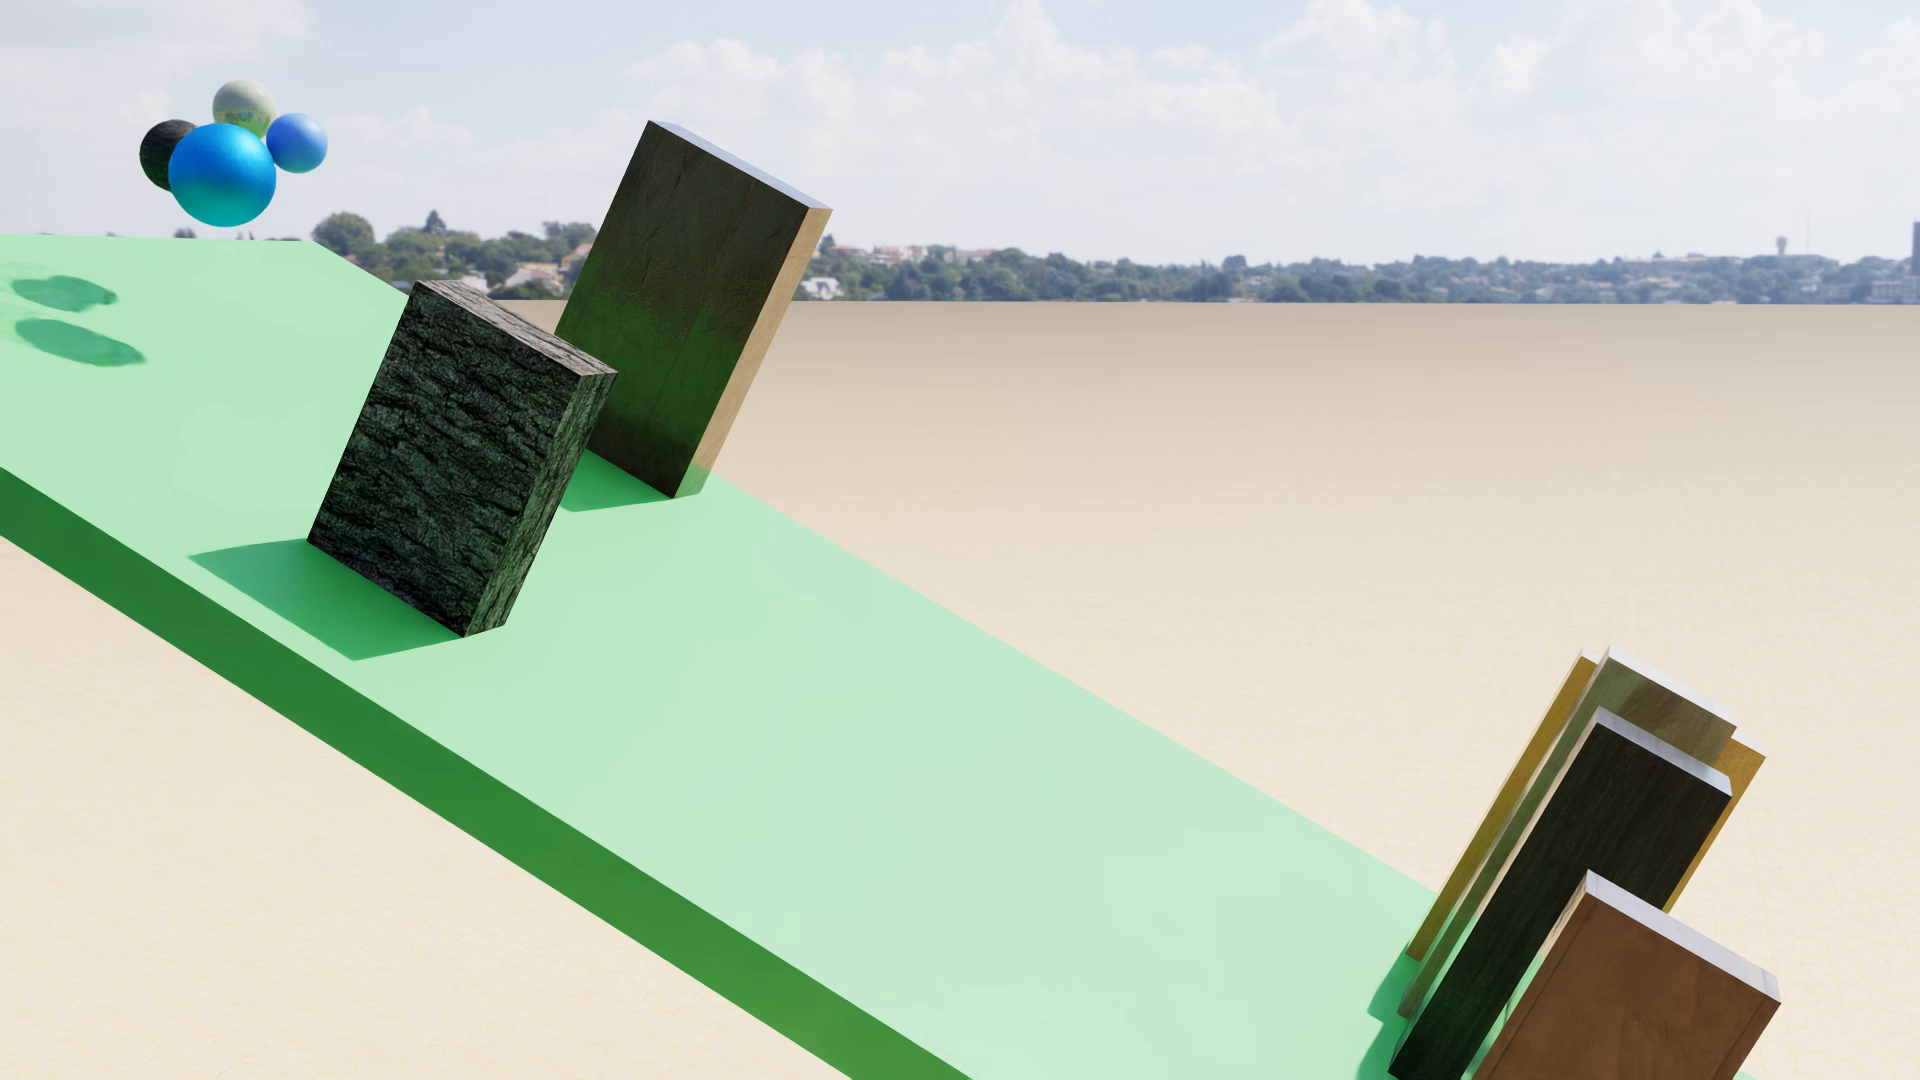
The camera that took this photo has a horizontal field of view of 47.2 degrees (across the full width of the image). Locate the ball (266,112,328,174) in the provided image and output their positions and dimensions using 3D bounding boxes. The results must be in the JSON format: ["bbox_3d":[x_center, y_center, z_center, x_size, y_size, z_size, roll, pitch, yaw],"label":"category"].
[{"bbox_3d":[-1.292,-0.773,4.282,0.117,0.117,0.117,0,7,0],"label":"ball"}]

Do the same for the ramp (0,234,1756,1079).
[{"bbox_3d":[-0.230,0.384,4.152,4.000,0.100,2.000,30,14,12],"label":"ramp"}]

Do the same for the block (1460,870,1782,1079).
[{"bbox_3d":[0.868,0.812,3.125,0.290,0.612,0.120,30,14,12],"label":"block"}]

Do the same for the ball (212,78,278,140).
[{"bbox_3d":[-1.465,-0.880,4.505,0.129,0.129,0.129,0,7,0],"label":"ball"}]

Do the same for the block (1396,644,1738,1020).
[{"bbox_3d":[1.101,0.592,4.014,0.246,0.772,0.143,30,14,12],"label":"block"}]

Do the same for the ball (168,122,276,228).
[{"bbox_3d":[-1.405,-0.695,4.192,0.197,0.197,0.197,0,7,0],"label":"ball"}]

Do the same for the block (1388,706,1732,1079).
[{"bbox_3d":[1.015,0.657,3.743,0.241,0.712,0.148,30,14,12],"label":"block"}]

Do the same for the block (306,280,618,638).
[{"bbox_3d":[-0.838,-0.139,3.694,0.332,0.493,0.139,30,14,12],"label":"block"}]

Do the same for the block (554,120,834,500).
[{"bbox_3d":[-0.640,-0.515,4.935,0.423,0.722,0.148,30,14,12],"label":"block"}]

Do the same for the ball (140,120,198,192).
[{"bbox_3d":[-1.549,-0.760,4.355,0.143,0.143,0.143,0,7,0],"label":"ball"}]

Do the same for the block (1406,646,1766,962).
[{"bbox_3d":[1.219,0.611,4.316,0.385,0.697,0.105,30,14,12],"label":"block"}]
